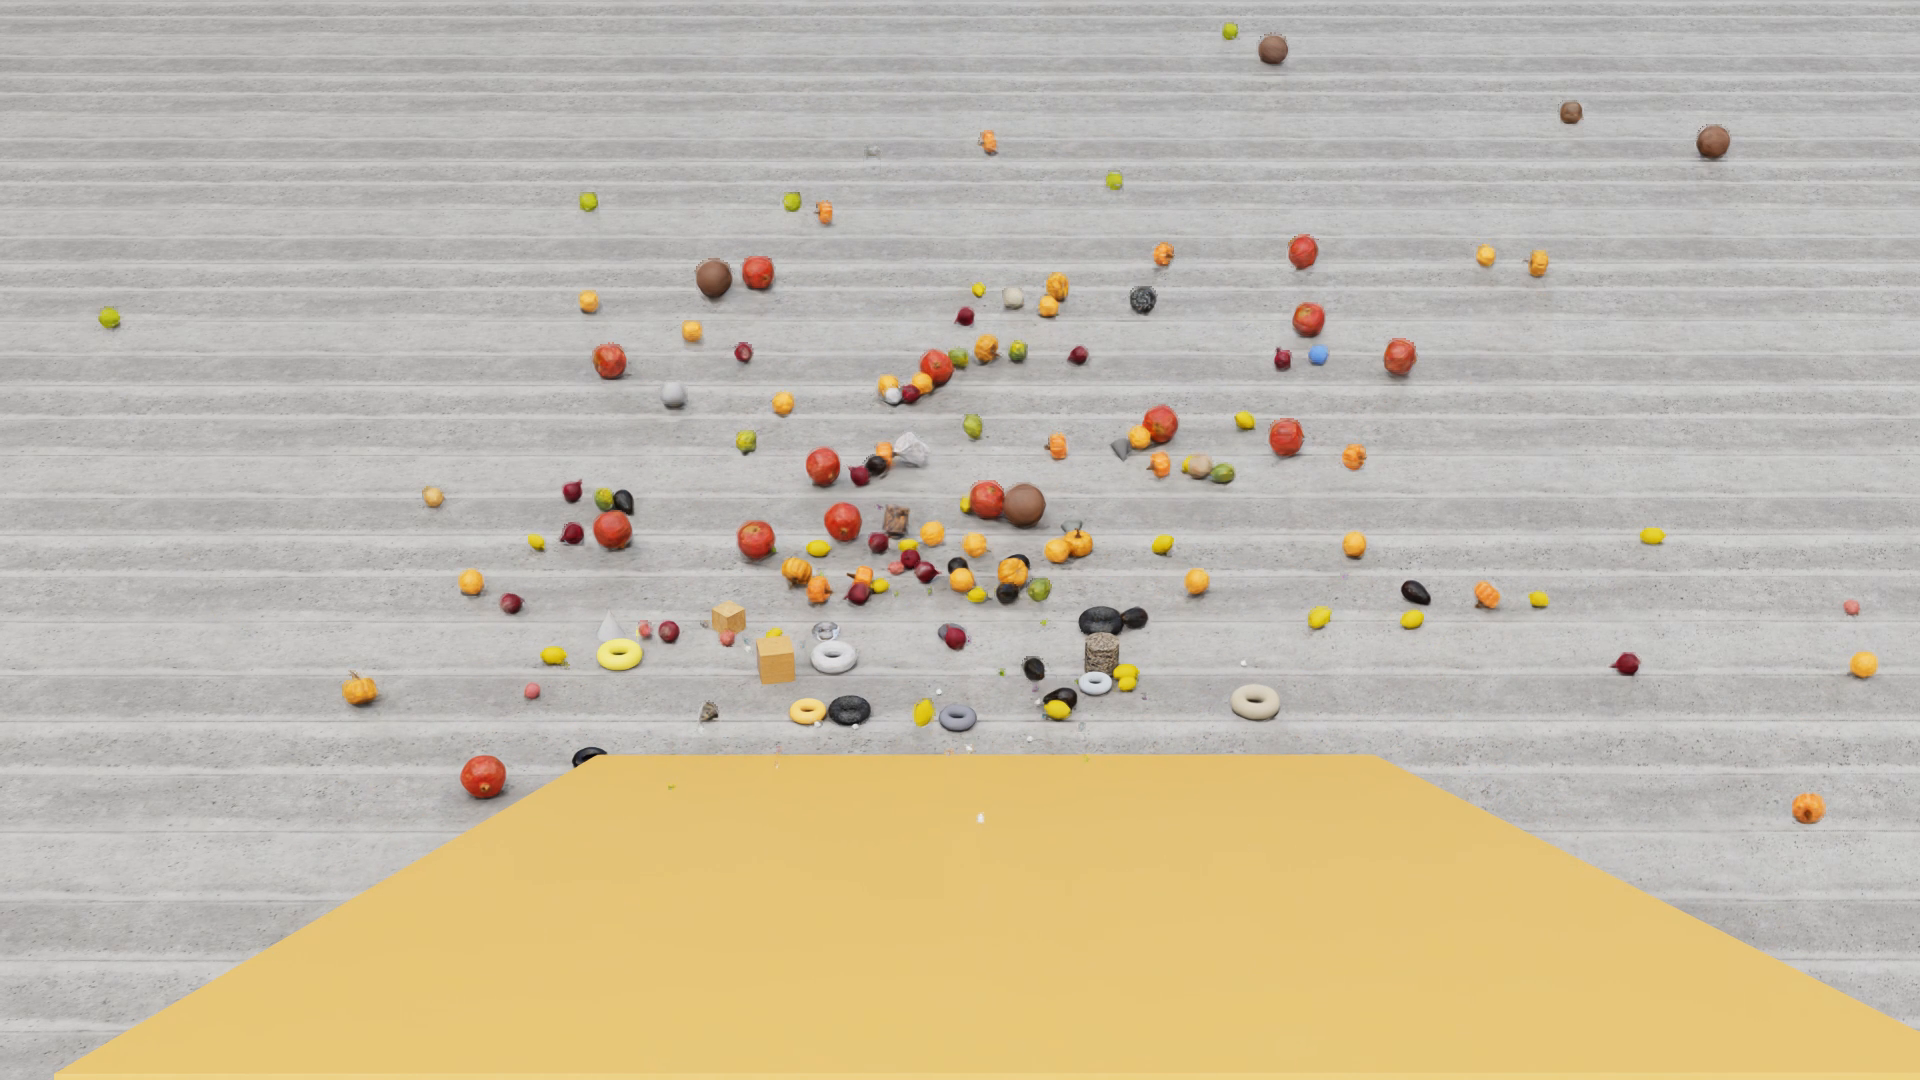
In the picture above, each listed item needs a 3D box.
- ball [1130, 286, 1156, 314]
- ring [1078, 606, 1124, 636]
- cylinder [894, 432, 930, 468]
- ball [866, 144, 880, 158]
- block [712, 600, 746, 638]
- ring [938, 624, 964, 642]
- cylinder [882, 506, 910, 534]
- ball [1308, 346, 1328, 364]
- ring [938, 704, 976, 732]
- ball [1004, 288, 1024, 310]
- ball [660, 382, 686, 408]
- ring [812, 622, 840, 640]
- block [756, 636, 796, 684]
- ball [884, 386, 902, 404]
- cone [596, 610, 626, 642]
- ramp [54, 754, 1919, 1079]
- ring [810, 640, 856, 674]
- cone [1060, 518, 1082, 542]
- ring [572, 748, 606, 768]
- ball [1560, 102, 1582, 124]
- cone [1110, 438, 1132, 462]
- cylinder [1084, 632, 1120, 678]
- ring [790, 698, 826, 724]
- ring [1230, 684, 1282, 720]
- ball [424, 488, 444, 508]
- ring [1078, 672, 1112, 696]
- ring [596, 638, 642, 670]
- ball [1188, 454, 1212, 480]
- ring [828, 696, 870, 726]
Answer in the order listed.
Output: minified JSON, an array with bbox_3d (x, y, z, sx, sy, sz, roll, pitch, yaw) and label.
[{"bbox_3d":[0.647,-0.848,9.152,0.093,0.093,0.093,0,30,0],"label":"ball"},{"bbox_3d":[0.401,0.232,7.342,0.131,0.044,0.131,-1,30,1],"label":"ring"},{"bbox_3d":[-0.152,-0.285,8.164,0.080,0.080,0.080,-32,35,26],"label":"cylinder"},{"bbox_3d":[-0.351,-1.566,10.426,0.056,0.056,0.056,0,30,0],"label":"ball"},{"bbox_3d":[-0.655,0.223,7.334,0.067,0.067,0.067,26,39,37],"label":"block"},{"bbox_3d":[-0.025,0.261,7.310,0.077,0.026,0.077,1,29,0],"label":"ring"},{"bbox_3d":[-0.192,-0.062,7.794,0.073,0.073,0.073,9,5,-1],"label":"cylinder"},{"bbox_3d":[1.220,-0.630,8.805,0.065,0.065,0.065,0,30,0],"label":"ball"},{"bbox_3d":[-0.006,0.476,6.931,0.103,0.034,0.103,0,29,0],"label":"ring"},{"bbox_3d":[0.191,-0.857,9.186,0.076,0.076,0.076,0,30,0],"label":"ball"},{"bbox_3d":[-0.944,-0.479,8.525,0.085,0.085,0.085,0,30,0],"label":"ball"},{"bbox_3d":[-0.380,0.257,7.316,0.080,0.027,0.080,-1,30,1],"label":"ring"},{"bbox_3d":[-0.508,0.330,7.124,0.092,0.092,0.092,-6,31,-10],"label":"block"},{"bbox_3d":[-0.220,-0.476,8.540,0.059,0.059,0.059,0,30,0],"label":"ball"},{"bbox_3d":[-0.988,0.232,7.304,0.082,0.082,0.082,0,30,0],"label":"cone"},{"bbox_3d":[0.067,0.600,4.661,2.000,0.100,4.000,0,0,0],"label":"ramp"},{"bbox_3d":[-0.352,0.324,7.183,0.131,0.044,0.131,0,31,0],"label":"ring"},{"bbox_3d":[0.342,-0.017,7.785,0.067,0.067,0.067,-5,57,-8],"label":"cone"},{"bbox_3d":[-0.964,0.576,6.761,0.098,0.033,0.098,1,31,0],"label":"ring"},{"bbox_3d":[2.538,-1.774,10.746,0.096,0.096,0.096,0,30,0],"label":"ball"},{"bbox_3d":[0.516,-0.276,8.230,0.067,0.067,0.067,-3,57,-5],"label":"cone"},{"bbox_3d":[0.391,0.319,7.141,0.094,0.094,0.094,0,30,0],"label":"cylinder"},{"bbox_3d":[-0.409,0.461,6.959,0.101,0.034,0.101,-1,30,1],"label":"ring"},{"bbox_3d":[0.799,0.438,6.987,0.136,0.045,0.136,0,31,0],"label":"ring"},{"bbox_3d":[-1.617,-0.131,7.950,0.060,0.060,0.060,0,30,0],"label":"ball"},{"bbox_3d":[0.370,0.392,7.079,0.094,0.031,0.094,-1,30,1],"label":"ring"},{"bbox_3d":[-0.946,0.318,7.195,0.127,0.042,0.127,0,32,0],"label":"ring"},{"bbox_3d":[0.751,-0.229,8.103,0.078,0.078,0.078,0,30,0],"label":"ball"},{"bbox_3d":[-0.297,0.458,6.958,0.116,0.039,0.116,-1,30,1],"label":"ring"}]
